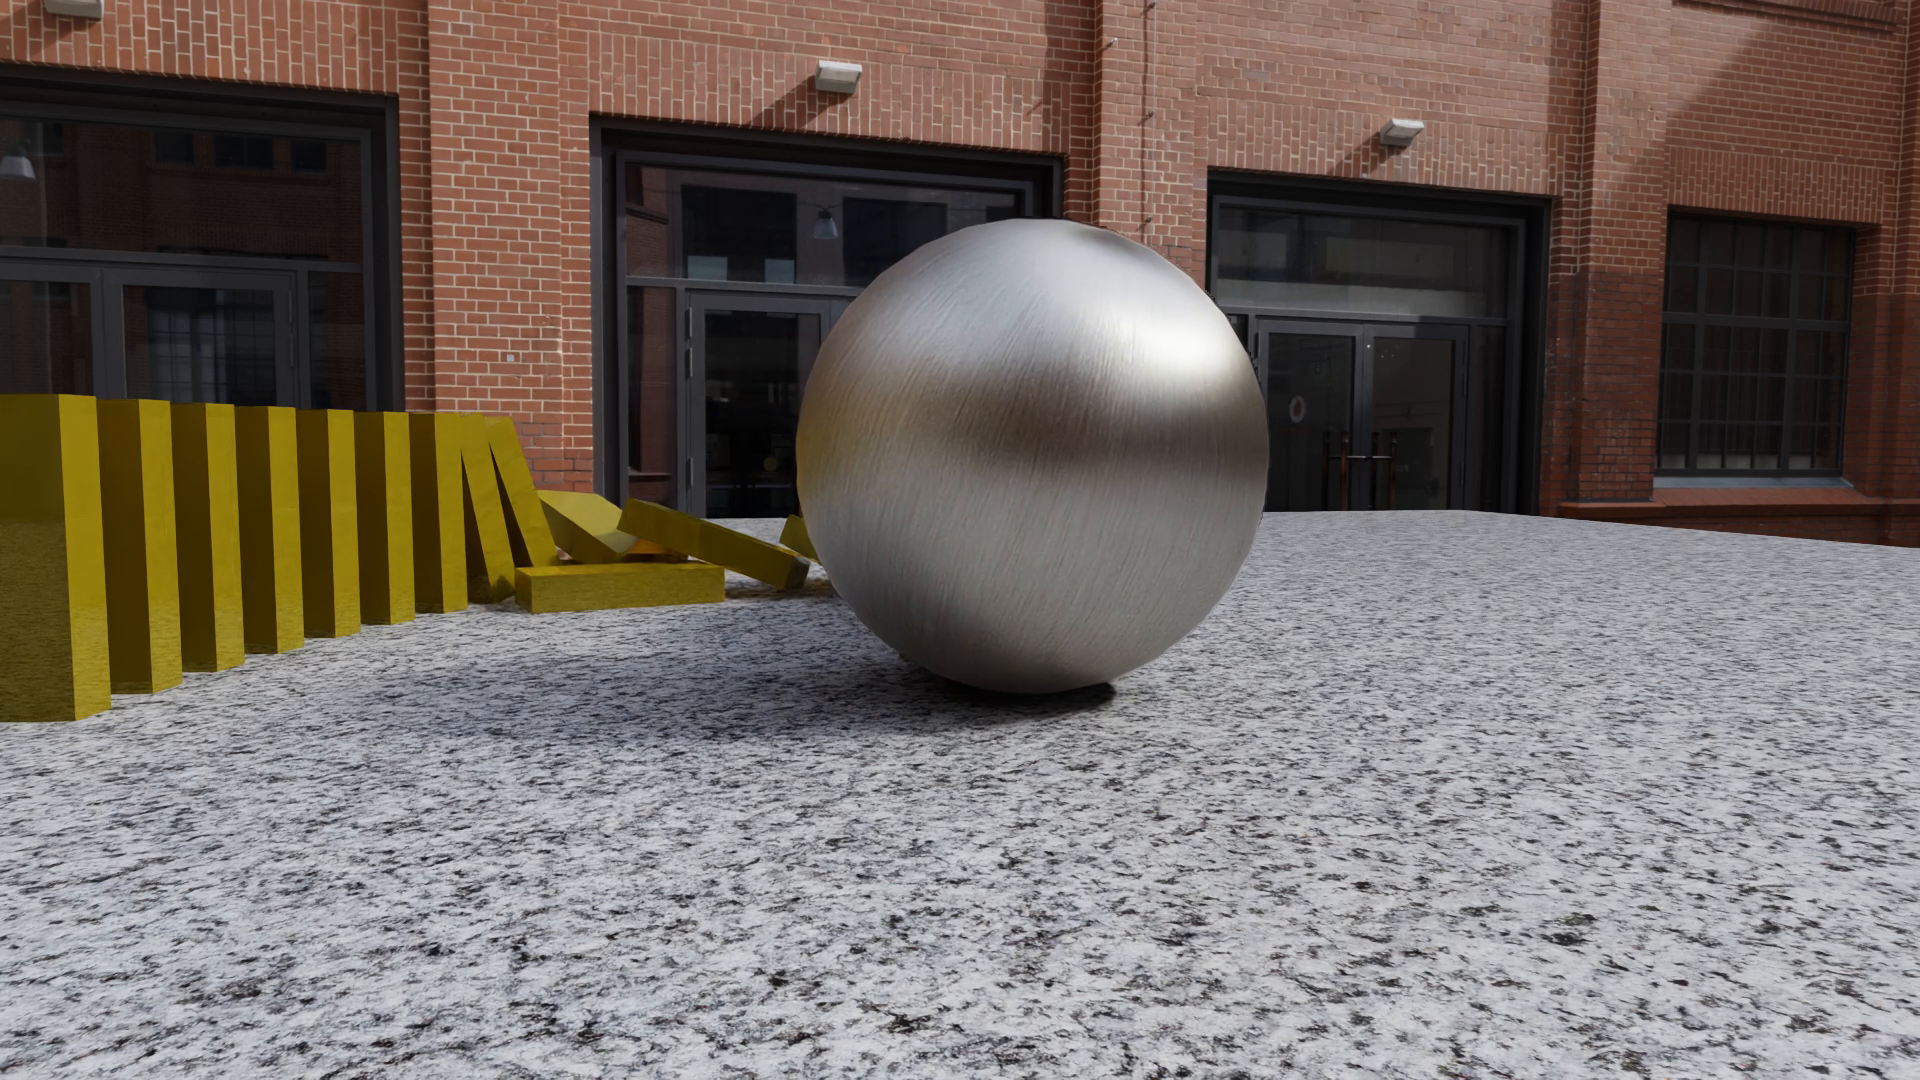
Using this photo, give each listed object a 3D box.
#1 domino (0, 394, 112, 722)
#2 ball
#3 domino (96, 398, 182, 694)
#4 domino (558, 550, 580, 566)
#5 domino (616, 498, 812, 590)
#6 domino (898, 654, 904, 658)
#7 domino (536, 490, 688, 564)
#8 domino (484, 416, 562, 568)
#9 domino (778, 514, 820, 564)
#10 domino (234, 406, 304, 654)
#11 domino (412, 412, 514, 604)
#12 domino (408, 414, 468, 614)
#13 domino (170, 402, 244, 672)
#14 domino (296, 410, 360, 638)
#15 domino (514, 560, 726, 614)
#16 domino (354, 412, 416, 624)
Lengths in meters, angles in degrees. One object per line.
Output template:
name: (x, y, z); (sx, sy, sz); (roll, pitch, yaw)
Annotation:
domino: (-0.149, 0.003, 0.199); (0.025, 0.050, 0.010); (0, 4, -4)
ball: (0.012, -0.014, 0.220); (0.080, 0.080, 0.080); (0, 4, 0)
domino: (-0.150, 0.001, 0.221); (0.025, 0.050, 0.010); (0, 4, -4)
domino: (-0.129, 0.009, 0.388); (0.050, 0.009, 0.025); (2, 5, 26)
domino: (-0.069, 0.001, 0.366); (0.050, 0.010, 0.025); (19, -1, 6)
domino: (0.000, 0.000, 0.265); (0.025, 0.050, 0.009); (0, -34, -3)
domino: (-0.106, -0.001, 0.381); (0.050, 0.009, 0.025); (28, 16, 37)
domino: (-0.129, -0.009, 0.356); (0.025, 0.050, 0.010); (2, 27, 29)
domino: (-0.034, 0.004, 0.379); (0.025, 0.010, 0.050); (21, 0, -23)
domino: (-0.151, -0.002, 0.264); (0.025, 0.050, 0.010); (0, 4, 3)
domino: (-0.135, -0.009, 0.343); (0.025, 0.050, 0.009); (2, 18, 25)
domino: (-0.140, -0.007, 0.327); (0.025, 0.050, 0.010); (1, 6, 16)
domino: (-0.151, -0.001, 0.242); (0.025, 0.050, 0.009); (0, 4, -1)
domino: (-0.149, -0.004, 0.285); (0.025, 0.050, 0.010); (1, 4, 7)
domino: (-0.091, 0.012, 0.344); (0.050, 0.009, 0.025); (-2, 5, -28)
domino: (-0.145, -0.005, 0.307); (0.025, 0.050, 0.010); (1, 4, 11)
